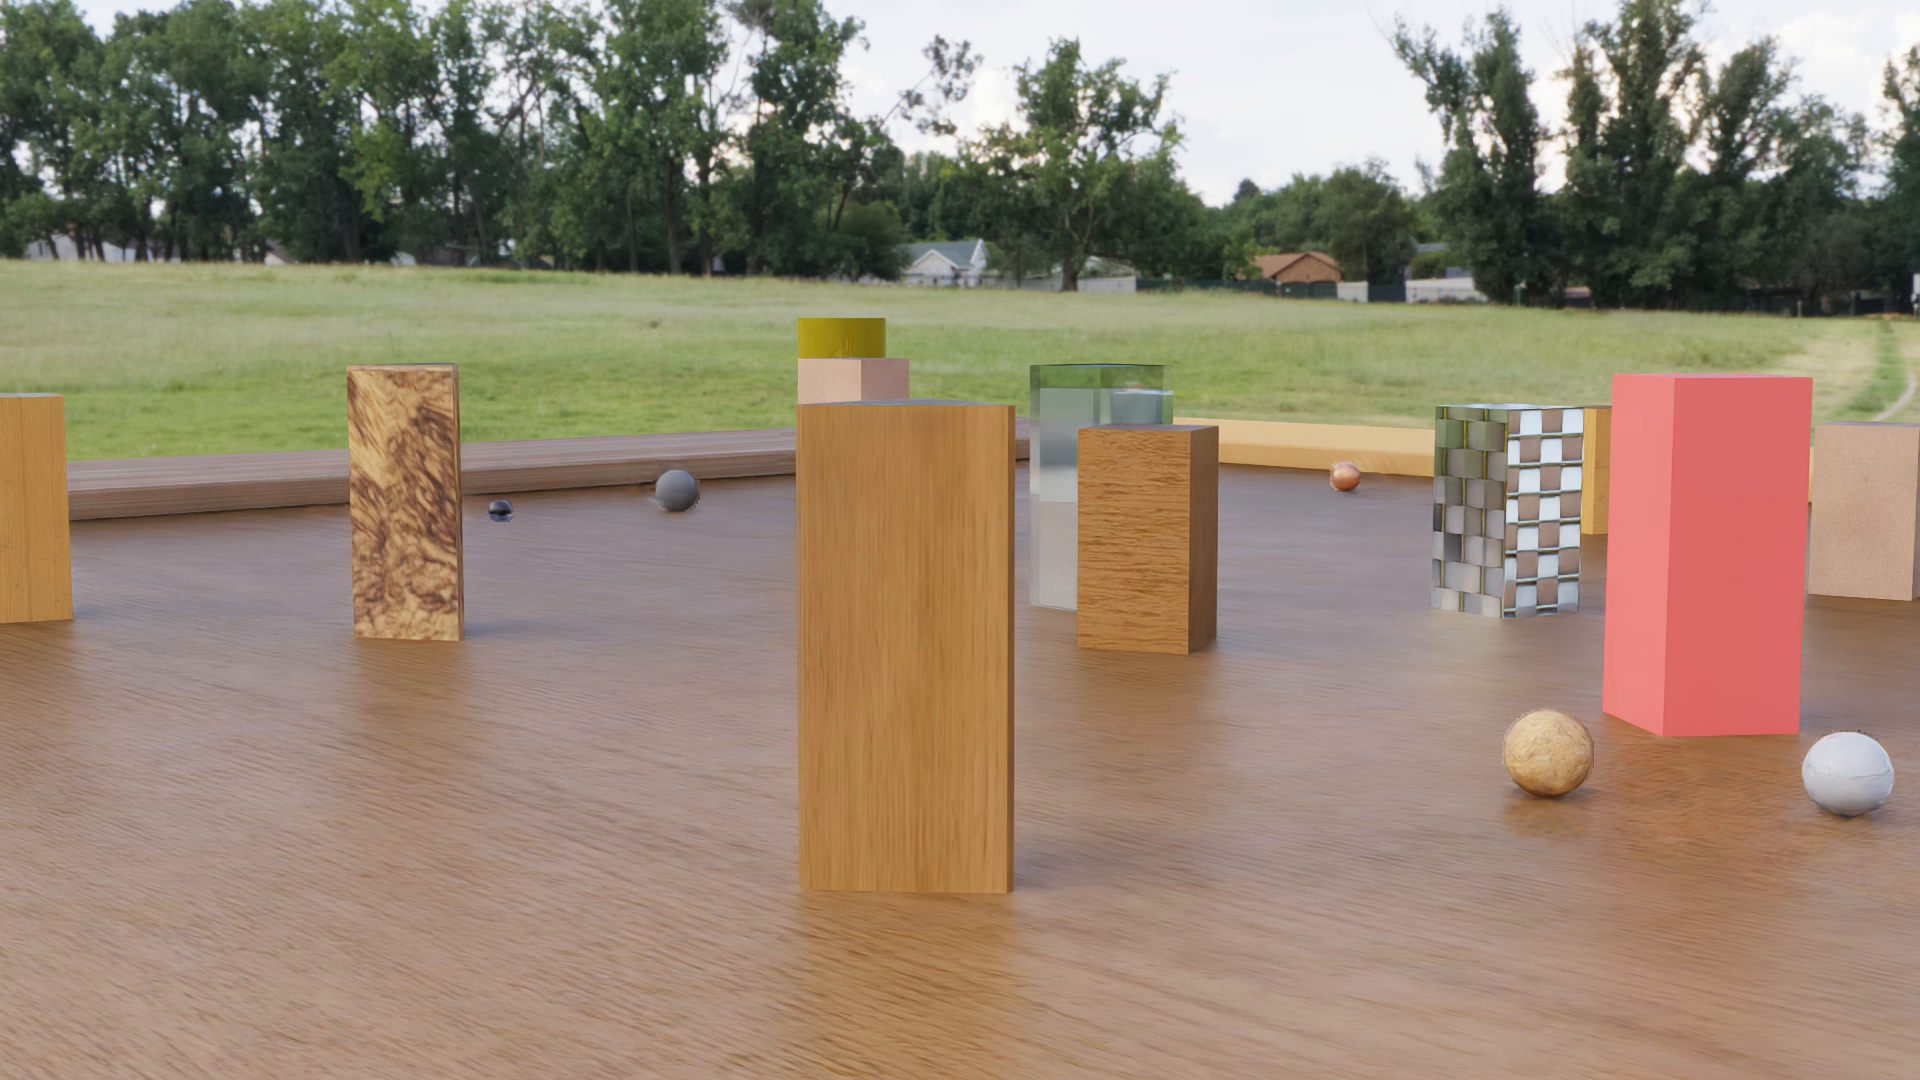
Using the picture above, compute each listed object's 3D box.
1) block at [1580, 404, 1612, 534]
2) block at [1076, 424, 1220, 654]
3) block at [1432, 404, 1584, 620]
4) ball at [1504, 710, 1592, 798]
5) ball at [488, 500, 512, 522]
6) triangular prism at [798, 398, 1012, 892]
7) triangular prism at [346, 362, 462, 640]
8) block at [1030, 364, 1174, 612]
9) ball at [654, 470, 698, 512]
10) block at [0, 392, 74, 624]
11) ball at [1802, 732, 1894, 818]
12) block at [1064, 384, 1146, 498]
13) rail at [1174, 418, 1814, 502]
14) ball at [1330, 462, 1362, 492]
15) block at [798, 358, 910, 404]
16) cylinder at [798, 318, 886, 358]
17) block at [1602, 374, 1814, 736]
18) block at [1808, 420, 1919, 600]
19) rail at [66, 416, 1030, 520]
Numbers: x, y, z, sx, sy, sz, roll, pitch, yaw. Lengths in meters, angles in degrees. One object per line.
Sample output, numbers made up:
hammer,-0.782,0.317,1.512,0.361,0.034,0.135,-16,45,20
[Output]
block,1.272,-0.144,4.411,0.150,0.246,0.150,-3,7,-29
block,0.250,-0.006,2.912,0.150,0.287,0.150,2,6,20
block,0.804,-0.047,3.235,0.150,0.300,0.150,-4,7,-31
ball,0.536,0.195,2.007,0.079,0.079,0.079,0,6,0
ball,-0.953,-0.059,4.556,0.047,0.047,0.047,0,6,0
triangular prism,-0.036,0.076,1.735,0.162,0.371,0.141,0,6,4
triangular prism,-0.727,-0.057,3.014,0.162,0.368,0.141,2,6,14
block,0.210,-0.080,3.273,0.150,0.359,0.150,-5,8,-40
ball,-0.617,-0.107,4.789,0.094,0.094,0.094,0,6,0
block,-1.373,-0.049,3.166,0.150,0.318,0.150,-3,7,-29
ball,0.778,0.205,1.927,0.075,0.075,0.075,0,6,0
block,0.341,-0.231,5.165,0.150,0.260,0.150,3,7,24
rail,1.890,-0.152,5.066,0.045,0.122,4.420,-6,8,-42
ball,0.934,-0.153,5.321,0.072,0.072,0.072,0,6,0
block,-0.201,-0.170,4.172,0.150,0.348,0.150,4,7,35
cylinder,-0.249,-0.258,4.650,0.187,0.421,0.187,0,6,0
block,0.795,0.011,2.350,0.150,0.372,0.150,-1,6,-7
block,1.425,-0.050,3.434,0.150,0.264,0.150,4,7,33
rail,-1.483,-0.138,4.930,5.191,0.122,0.045,-6,8,-42
